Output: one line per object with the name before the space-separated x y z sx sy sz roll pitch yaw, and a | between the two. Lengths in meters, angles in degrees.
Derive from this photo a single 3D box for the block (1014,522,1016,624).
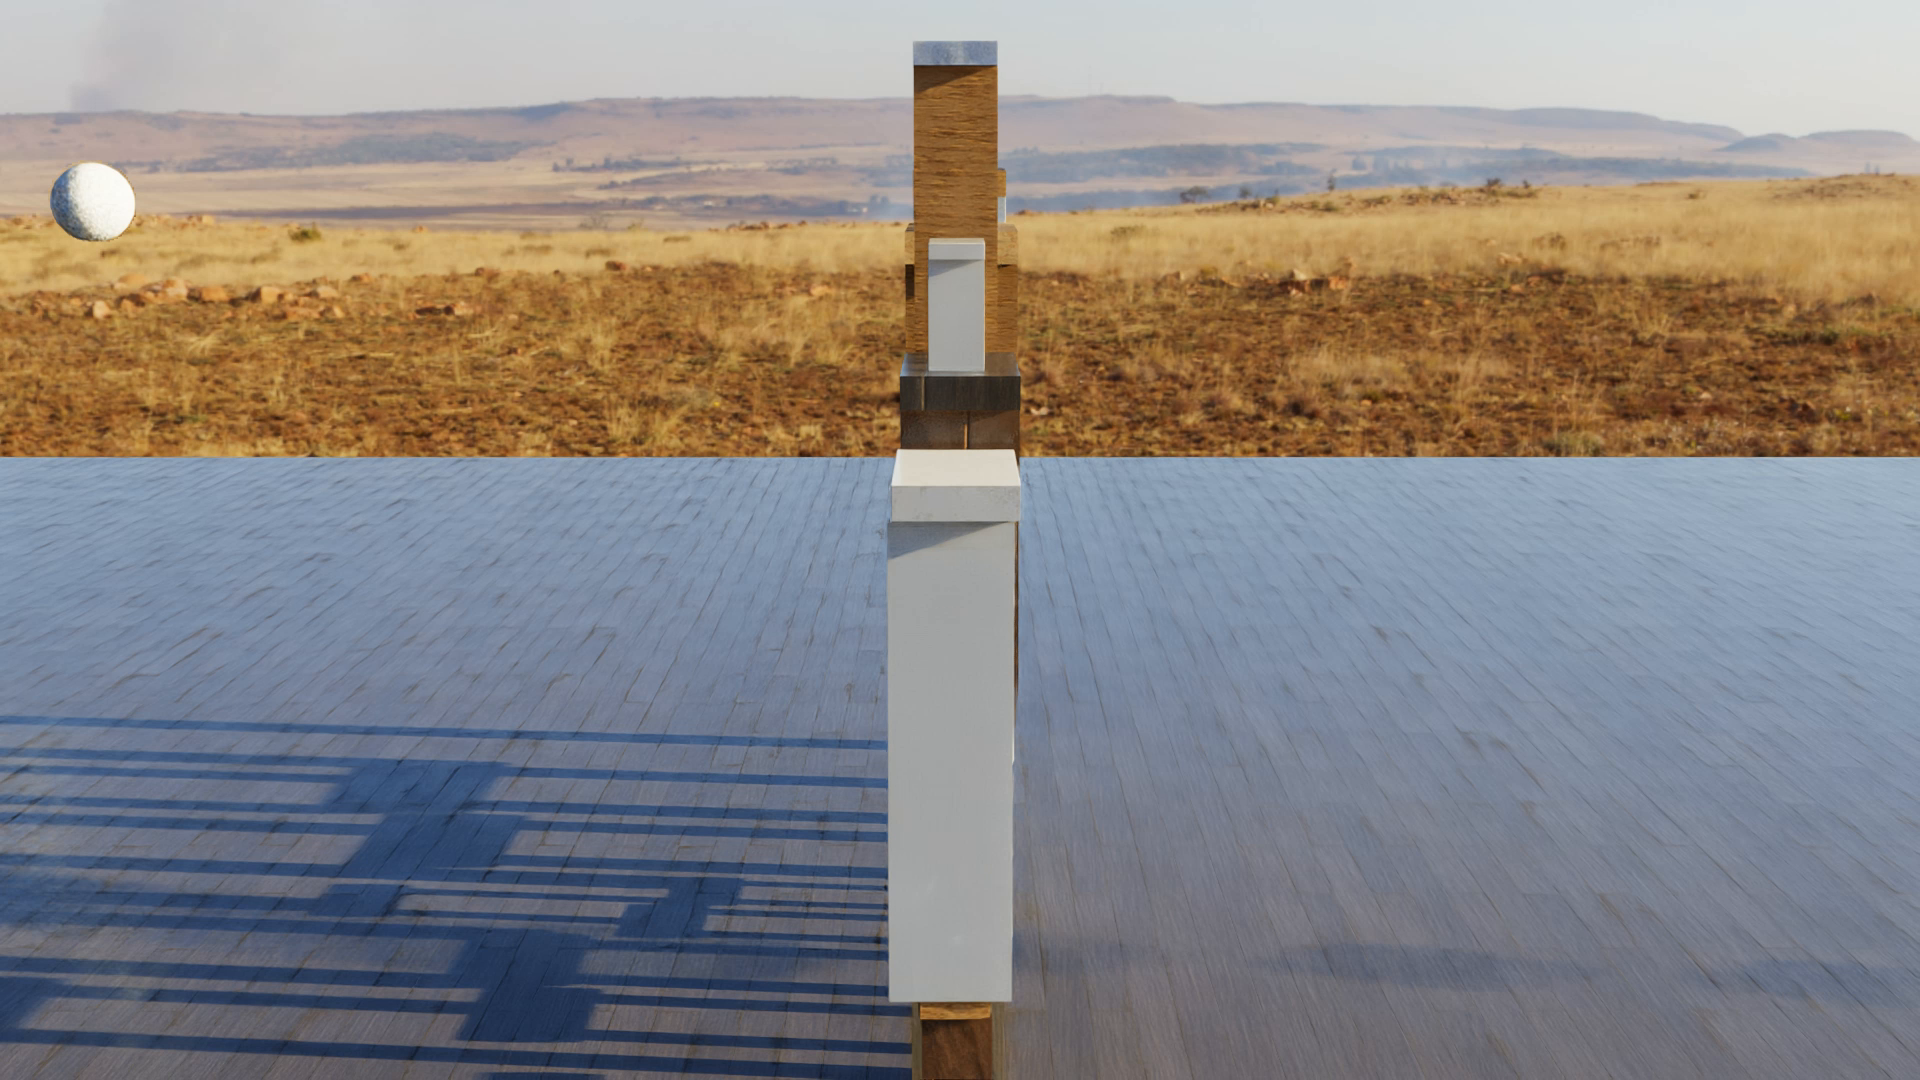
block | -0.005 0.082 2.831 0.151 0.301 0.043 0 11 0

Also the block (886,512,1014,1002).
block | -0.012 0.267 2.663 0.151 0.605 0.043 0 11 -1

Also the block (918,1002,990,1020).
block | -0.012 0.563 2.794 0.087 0.025 0.174 -1 11 -4

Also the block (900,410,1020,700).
block | 0.000 0.017 2.928 0.156 0.395 0.044 0 11 0

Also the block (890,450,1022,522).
block | -0.005 -0.069 2.700 0.151 0.043 0.301 0 10 0

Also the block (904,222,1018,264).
block | 0.002 -0.462 3.416 0.168 0.048 0.336 0 11 0

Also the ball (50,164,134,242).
ball | -2.121 -0.825 5.378 0.192 0.192 0.192 0 11 0

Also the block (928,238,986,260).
block | -0.005 -0.387 2.919 0.073 0.021 0.147 0 11 0

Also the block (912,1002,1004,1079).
block | -0.003 0.493 2.913 0.122 0.467 0.035 0 11 0

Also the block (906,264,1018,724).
block | 0.002 -0.068 3.375 0.168 0.713 0.048 0 11 0

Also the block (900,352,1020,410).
block | 0.000 -0.218 2.990 0.156 0.044 0.311 0 11 0

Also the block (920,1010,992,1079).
block | -0.005 0.671 2.755 0.087 0.174 0.025 -1 10 -3

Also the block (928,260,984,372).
block | -0.005 -0.295 2.886 0.073 0.147 0.021 0 11 0

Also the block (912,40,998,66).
block | -0.005 -0.697 3.166 0.118 0.033 0.236 0 10 1

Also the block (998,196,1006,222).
block | 0.001 -0.483 4.182 0.170 0.339 0.048 0 11 0

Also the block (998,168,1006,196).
block | 0.001 -0.694 4.258 0.170 0.048 0.339 0 11 0

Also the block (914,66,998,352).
block | -0.006 -0.367 3.147 0.118 0.608 0.033 0 11 0
